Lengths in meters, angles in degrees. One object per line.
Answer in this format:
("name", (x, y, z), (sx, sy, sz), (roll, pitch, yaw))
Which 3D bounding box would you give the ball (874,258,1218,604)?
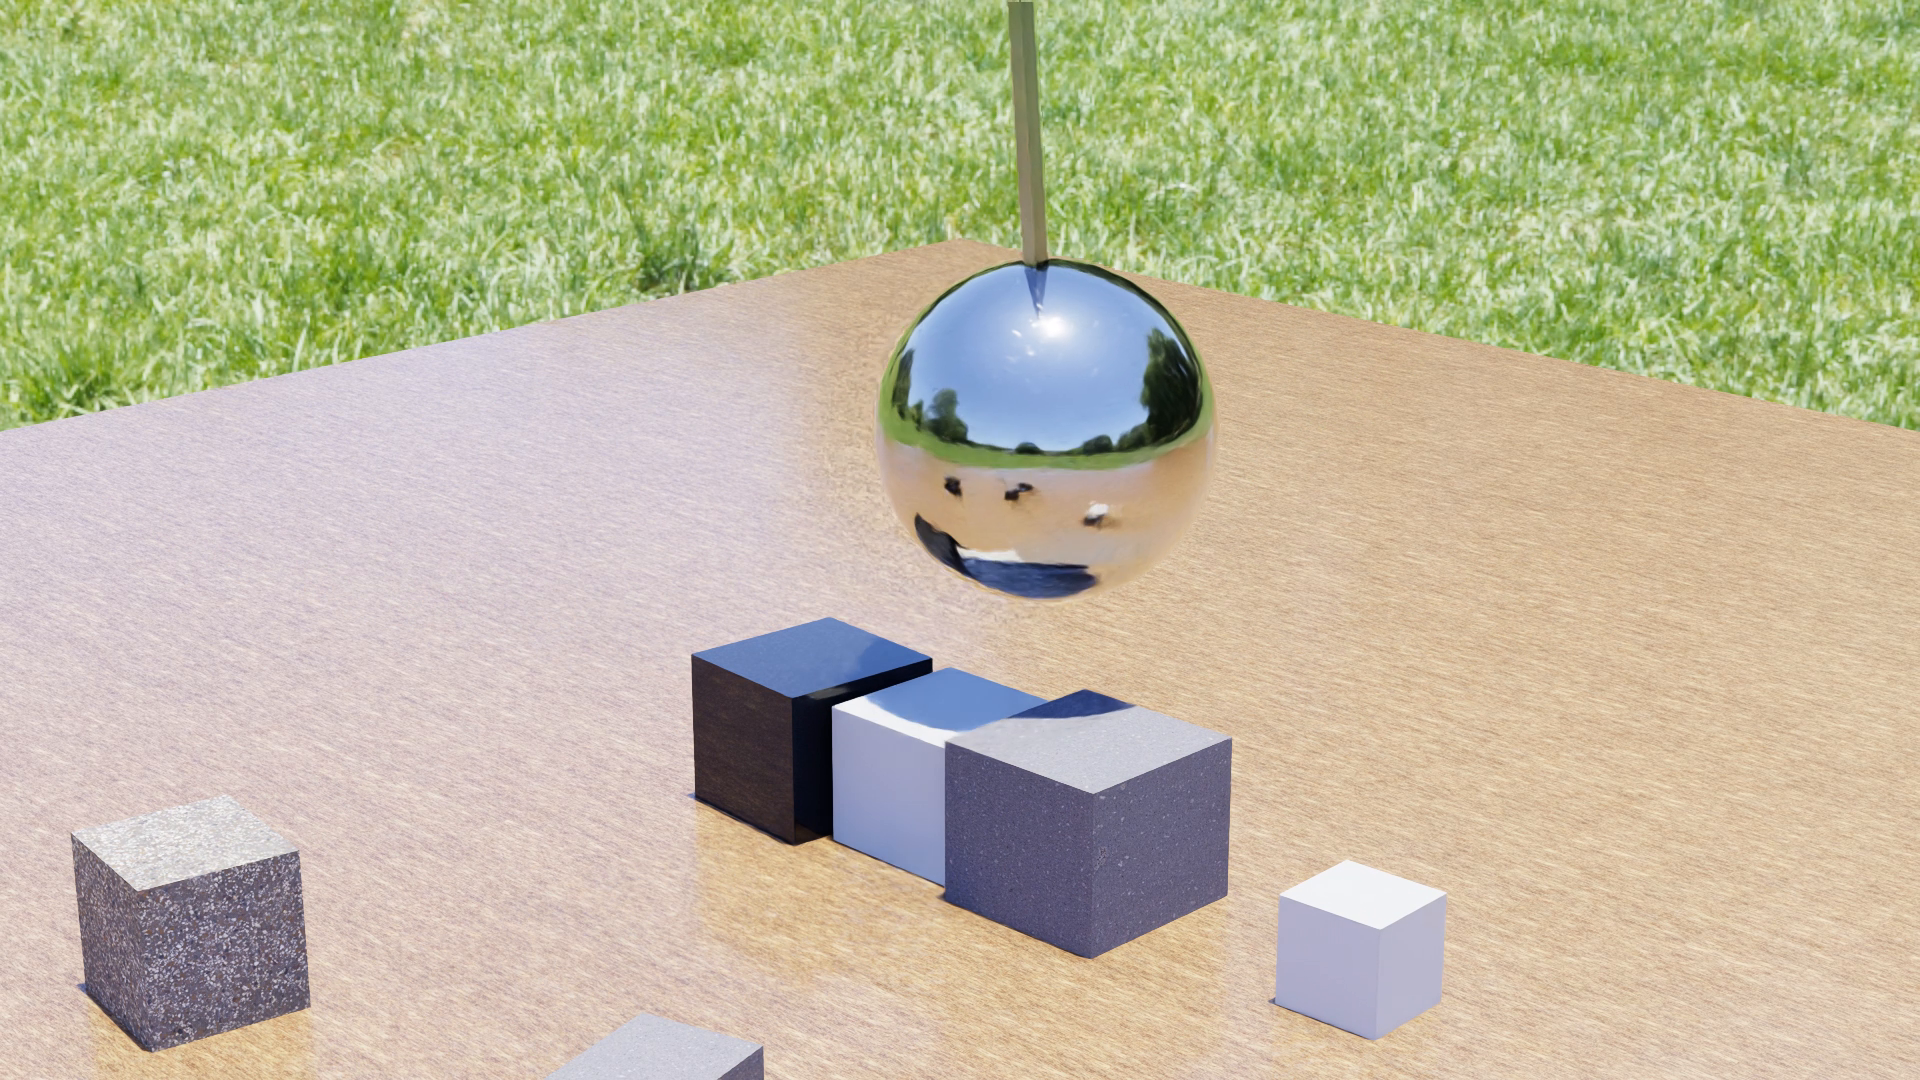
("ball", (0.397, -0.506, 13.599), (1.600, 1.600, 1.600), (0, 17, 0))

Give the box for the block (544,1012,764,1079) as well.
("block", (-1.102, 2.140, 10.636), (0.539, 0.540, 0.615), (10, 20, 28))

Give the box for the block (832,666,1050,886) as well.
("block", (-0.030, 1.102, 13.718), (0.773, 0.672, 0.832), (-17, 24, -42))

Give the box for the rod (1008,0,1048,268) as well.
("rod", (0.172, -3.668, 12.369), (0.080, 5.200, 0.080), (17, 29, 42))

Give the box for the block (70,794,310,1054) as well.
("block", (-3.188, 1.575, 12.153), (0.684, 0.709, 0.737), (-12, 21, -35))

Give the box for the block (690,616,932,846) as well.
("block", (-0.713, 0.912, 14.205), (0.850, 0.743, 0.799), (-14, 22, -38))

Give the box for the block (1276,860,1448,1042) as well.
("block", (1.658, 1.691, 12.137), (0.501, 0.495, 0.480), (15, 23, 40))

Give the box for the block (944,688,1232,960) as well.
("block", (0.570, 1.246, 13.100), (0.881, 0.767, 0.923), (16, 24, 42))
